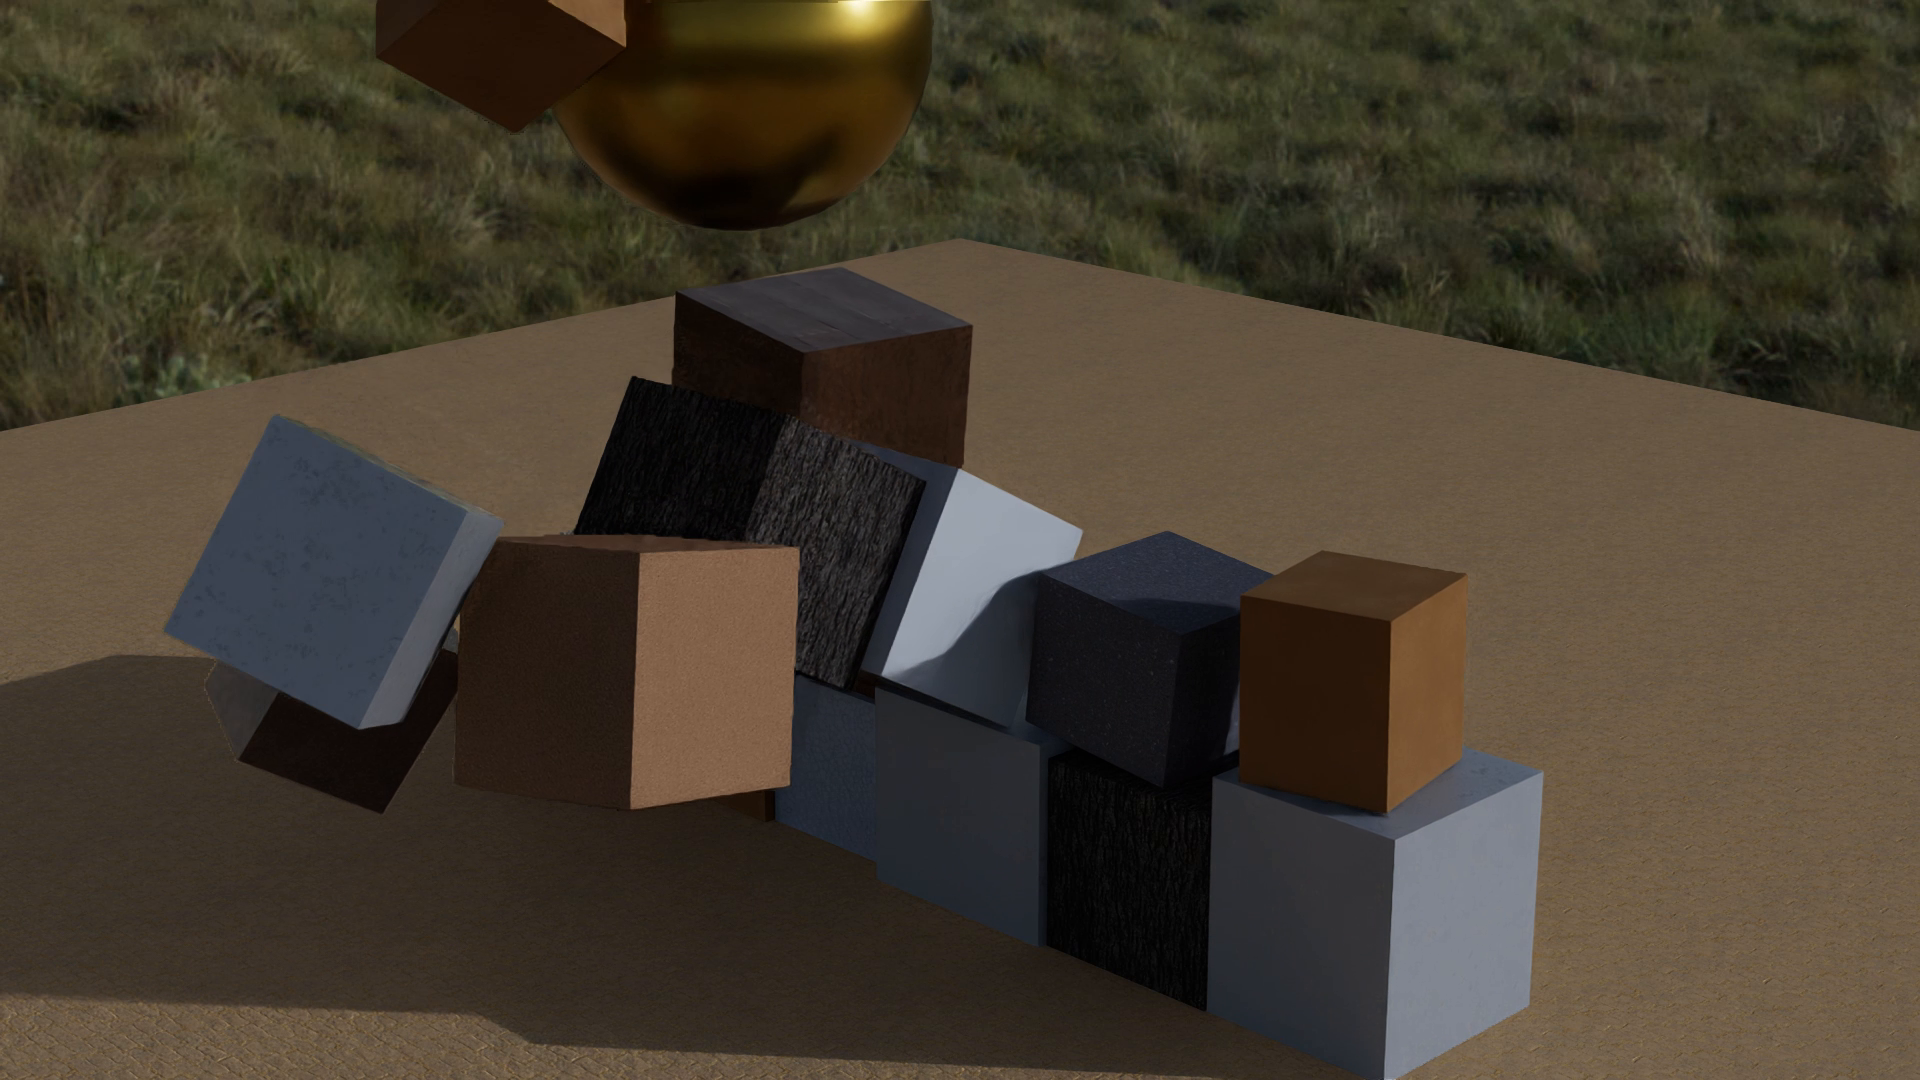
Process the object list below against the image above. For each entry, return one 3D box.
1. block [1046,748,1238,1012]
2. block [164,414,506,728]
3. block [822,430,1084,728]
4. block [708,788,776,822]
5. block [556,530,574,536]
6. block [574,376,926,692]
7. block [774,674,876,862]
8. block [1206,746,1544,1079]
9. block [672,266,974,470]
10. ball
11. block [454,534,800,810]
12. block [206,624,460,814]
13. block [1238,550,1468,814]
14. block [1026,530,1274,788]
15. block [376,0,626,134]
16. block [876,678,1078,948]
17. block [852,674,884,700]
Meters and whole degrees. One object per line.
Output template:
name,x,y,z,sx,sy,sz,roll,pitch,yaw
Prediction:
block,1.056,1.332,12.652,1.024,0.873,0.895,-17,24,-42
block,-2.133,0.117,10.108,0.721,0.807,0.813,27,-2,1
block,-0.194,0.168,12.633,0.849,0.911,0.881,17,-6,42
block,-0.936,0.729,14.571,0.977,0.872,0.987,-17,24,-42
block,-1.675,0.496,15.229,0.925,0.921,1.023,-17,24,-42
block,-0.902,-0.027,12.099,0.952,0.922,0.882,15,-7,42
block,-0.293,0.973,13.950,0.834,0.778,0.844,-17,24,-42
block,1.692,1.444,12.005,0.992,1.045,0.912,-17,24,-42
block,-0.662,-0.666,13.710,0.952,0.876,1.034,-12,27,-36
ball,-0.905,-2.040,11.751,1.600,1.600,1.600,0,17,0
block,-1.230,0.461,10.914,0.823,0.906,0.965,4,3,32
block,-2.760,0.592,13.027,0.726,0.818,0.722,27,11,-34
block,1.577,0.554,11.758,0.653,0.788,0.699,10,20,33
block,0.880,0.494,12.555,0.791,0.698,0.829,24,29,39
block,-1.701,-2.048,10.857,0.628,0.646,0.650,-30,-40,33
block,0.360,1.099,13.282,1.076,0.939,1.016,-17,24,-42
block,-0.306,0.245,13.753,0.781,0.730,0.760,17,24,42
